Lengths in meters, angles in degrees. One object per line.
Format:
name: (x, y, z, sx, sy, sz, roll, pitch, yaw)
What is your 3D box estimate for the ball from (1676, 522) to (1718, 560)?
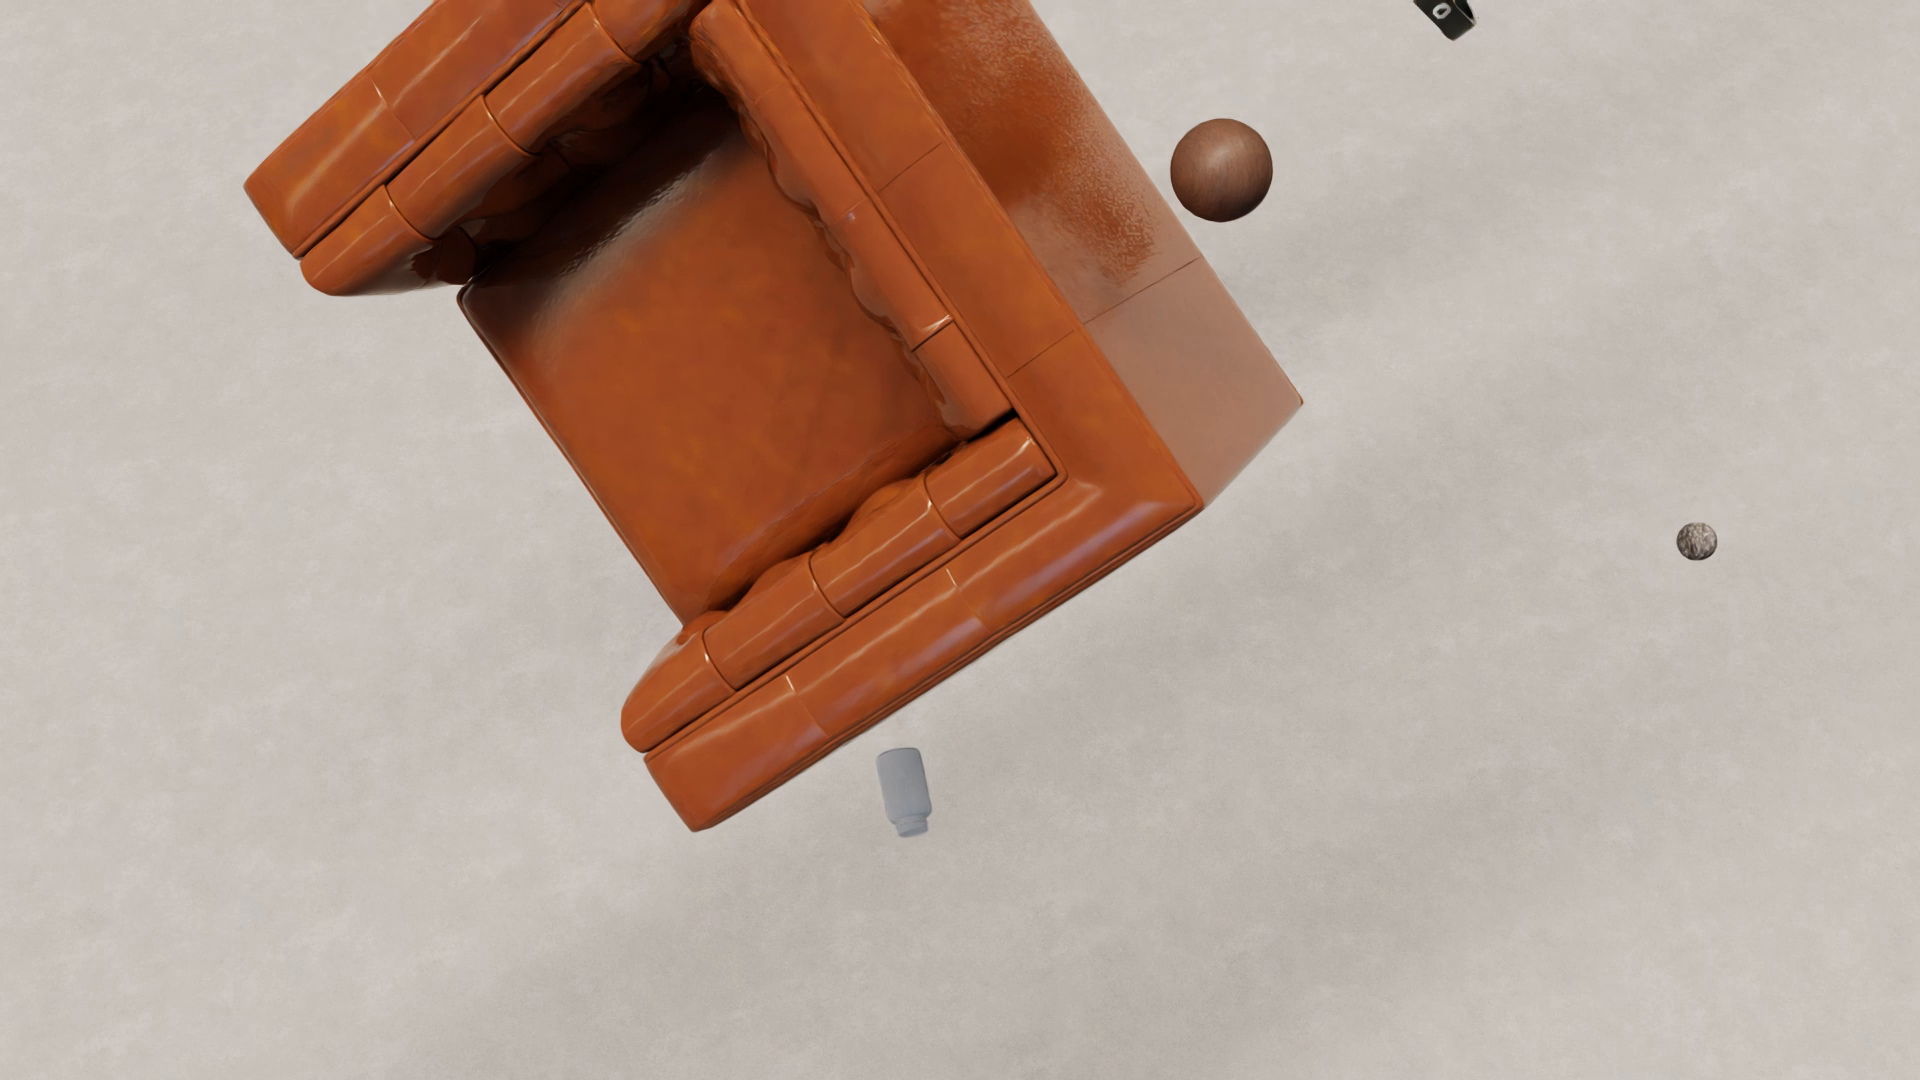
ball: (1.277, 0.002, 3.812, 0.067, 0.067, 0.067, 0, 56, 0)

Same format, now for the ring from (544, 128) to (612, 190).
ring: (-0.809, -0.808, 4.665, 0.150, 0.050, 0.133, -36, 86, -7)
